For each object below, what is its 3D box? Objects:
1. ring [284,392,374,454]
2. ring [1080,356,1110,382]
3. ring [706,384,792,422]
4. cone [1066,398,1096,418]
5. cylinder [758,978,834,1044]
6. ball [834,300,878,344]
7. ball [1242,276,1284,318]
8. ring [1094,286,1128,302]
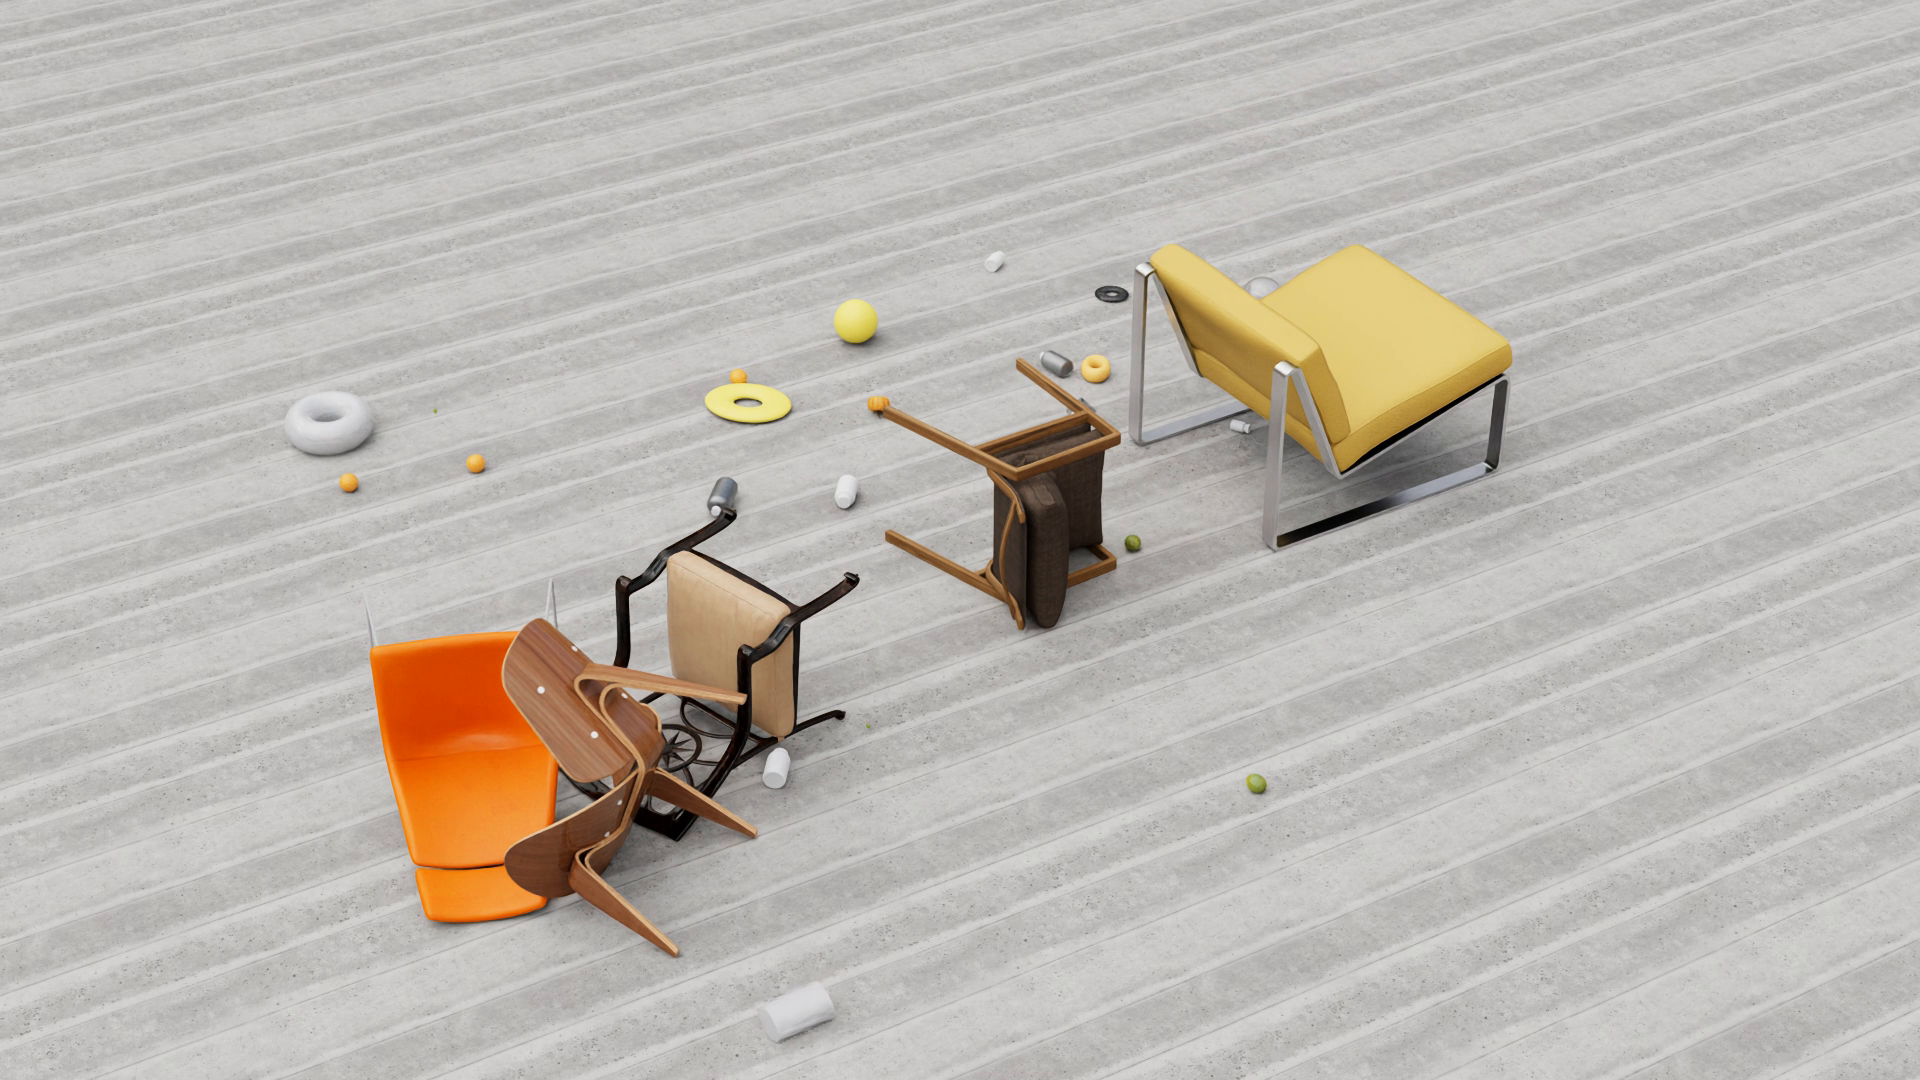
[{"bbox_3d":[-2.479,-0.460,11.523,0.348,0.135,0.345,28,44,34],"label":"ring"},{"bbox_3d":[0.554,-0.698,11.951,0.122,0.060,0.162,2,34,4],"label":"ring"},{"bbox_3d":[-0.848,-0.549,11.738,0.358,0.044,0.277,11,35,16],"label":"ring"},{"bbox_3d":[0.485,-0.542,11.707,0.120,0.066,0.116,7,34,11],"label":"cone"},{"bbox_3d":[-0.487,1.404,8.730,0.192,0.091,0.123,-28,61,-24],"label":"cylinder"},{"bbox_3d":[-0.432,-0.907,12.155,0.182,0.182,0.182,0,33,0],"label":"ball"},{"bbox_3d":[1.271,-1.019,12.330,0.177,0.177,0.177,0,33,0],"label":"ball"},{"bbox_3d":[0.648,-1.051,12.519,0.147,0.022,0.132,6,34,8],"label":"ring"}]
